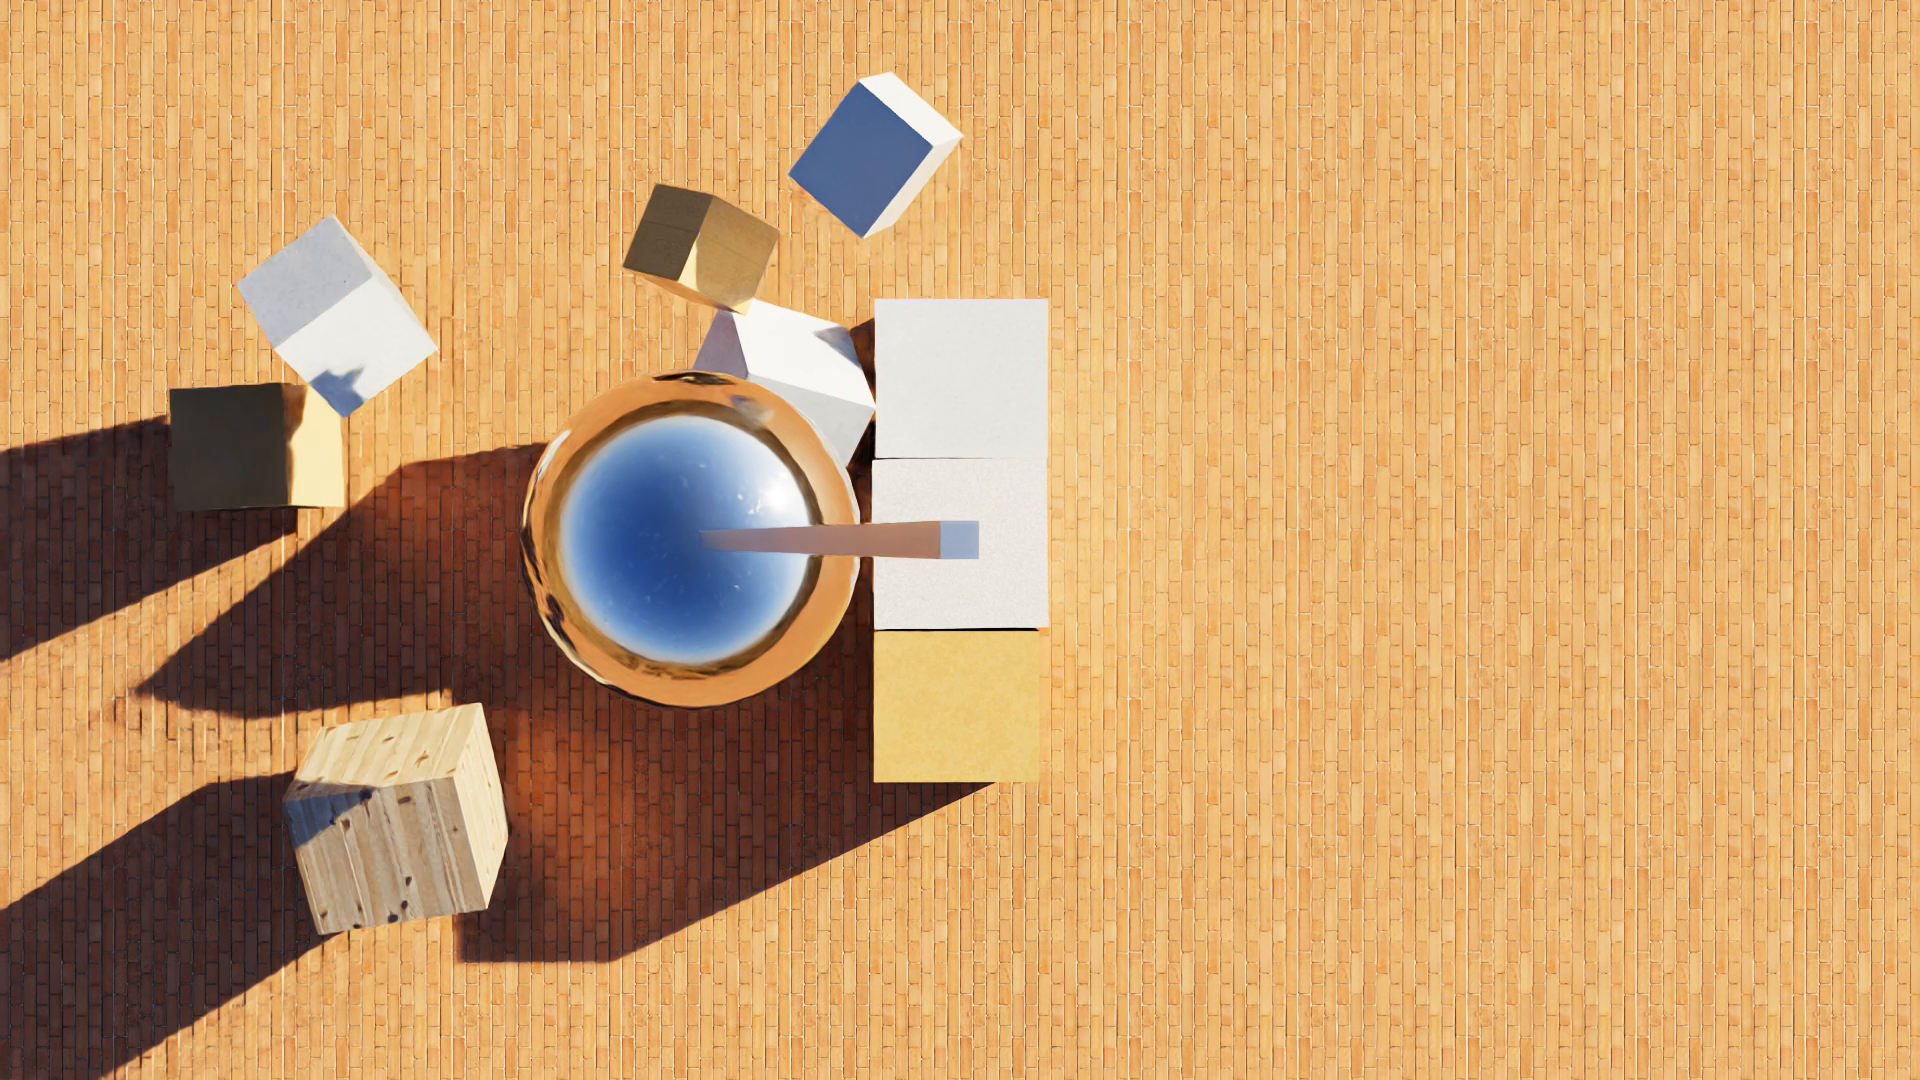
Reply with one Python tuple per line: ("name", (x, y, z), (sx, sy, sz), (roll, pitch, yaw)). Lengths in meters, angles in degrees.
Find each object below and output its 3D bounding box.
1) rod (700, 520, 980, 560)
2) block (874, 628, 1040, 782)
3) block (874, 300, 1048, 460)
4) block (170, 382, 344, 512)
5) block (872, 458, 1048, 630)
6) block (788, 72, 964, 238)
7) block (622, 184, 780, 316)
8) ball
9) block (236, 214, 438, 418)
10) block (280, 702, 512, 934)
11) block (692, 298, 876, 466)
("rod", (-0.547, 0.000, 7.023), (0.080, 5.200, 0.080), (0, 90, -12))
("block", (-0.019, 0.916, 12.539), (0.908, 0.921, 0.826), (0, 90, 0))
("block", (0.008, -0.895, 12.585), (0.957, 0.830, 0.877), (0, 90, 0))
("block", (-4.017, -0.520, 12.595), (0.677, 0.708, 0.681), (-3, 90, 9))
("block", (0.001, 0.018, 12.537), (0.959, 0.926, 0.930), (-1, 90, 0))
("block", (-0.406, -1.874, 10.693), (0.477, 0.536, 0.578), (41, 112, 1))
("block", (-1.302, -1.461, 11.057), (0.455, 0.504, 0.461), (24, 86, -44))
("ball", (-1.262, 0.000, 10.347), (1.600, 1.600, 1.600), (0, 90, 0))
("block", (-3.393, -1.219, 11.989), (0.642, 0.675, 0.621), (-37, 54, -4))
("block", (-3.150, 1.557, 12.405), (0.939, 0.968, 0.821), (-9, 110, 0))
("block", (-1.056, -0.721, 12.284), (0.746, 0.868, 0.847), (14, 121, -25))
